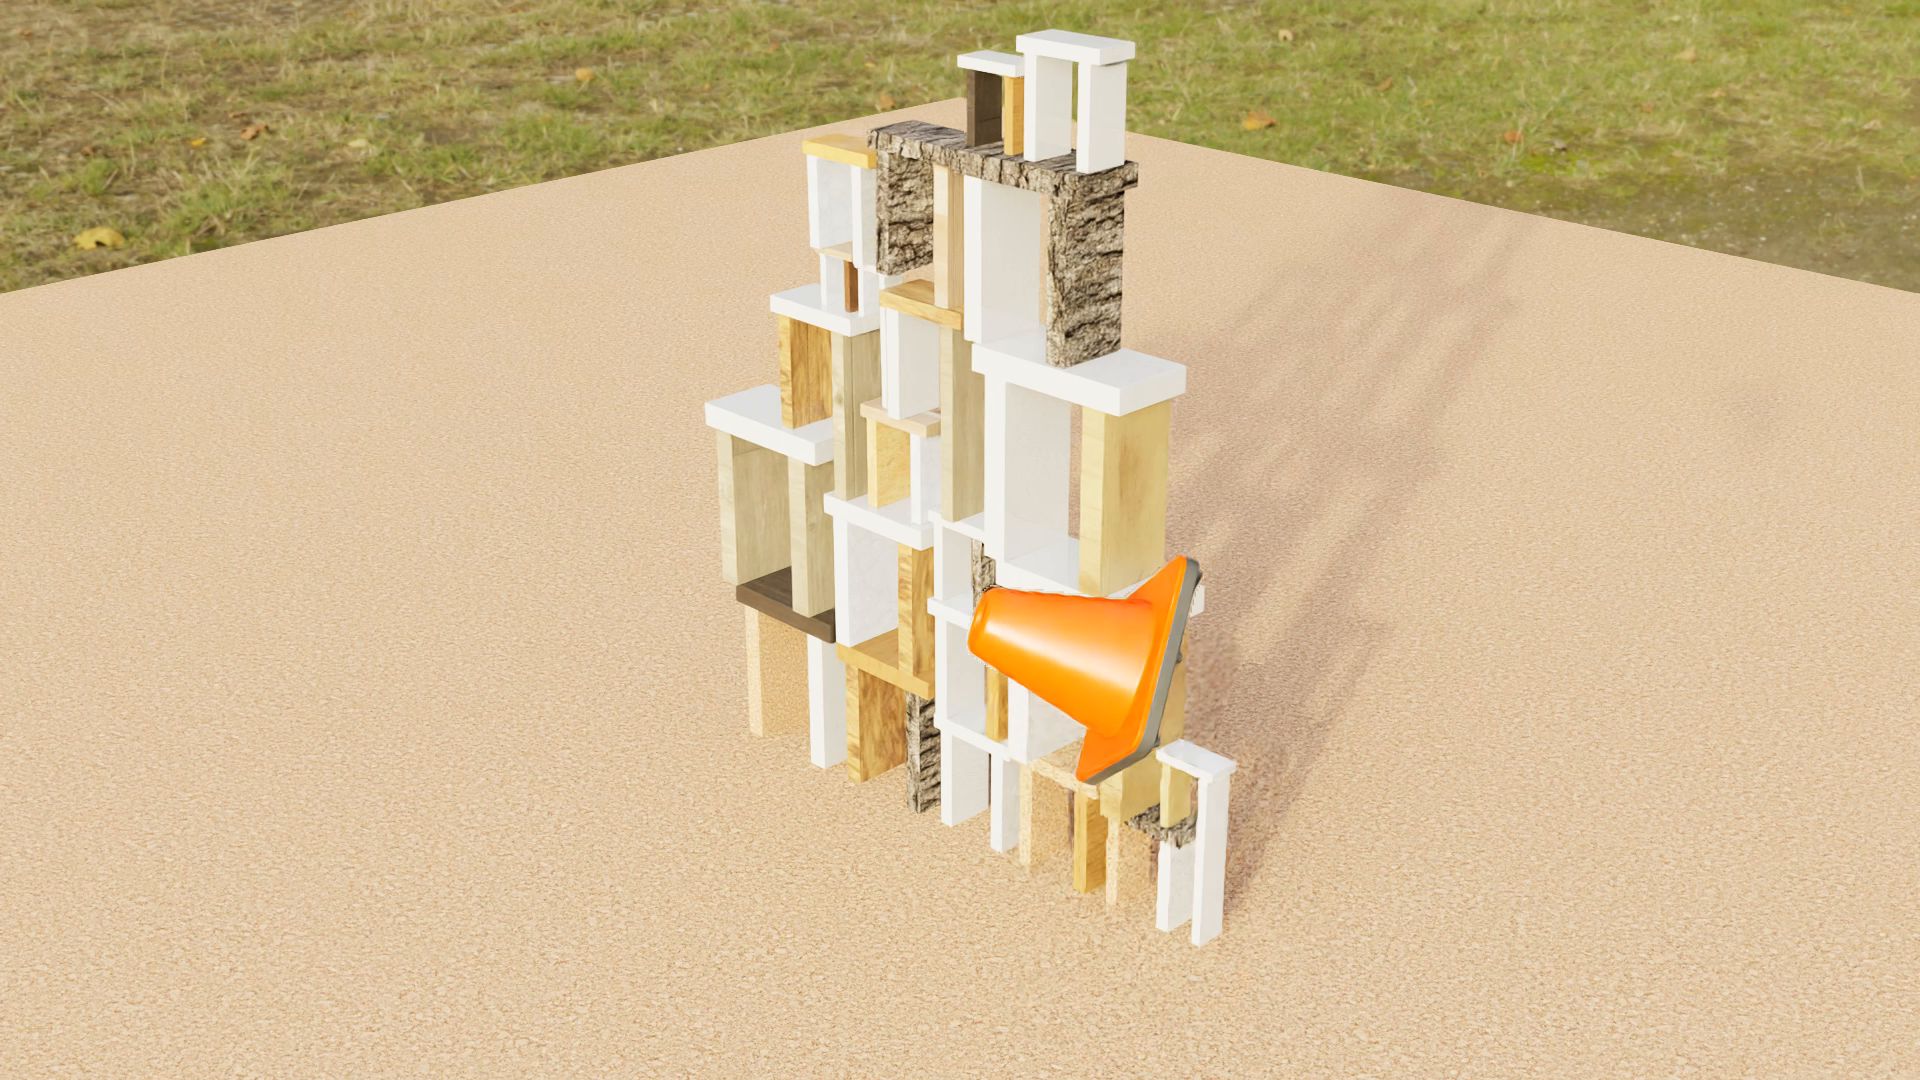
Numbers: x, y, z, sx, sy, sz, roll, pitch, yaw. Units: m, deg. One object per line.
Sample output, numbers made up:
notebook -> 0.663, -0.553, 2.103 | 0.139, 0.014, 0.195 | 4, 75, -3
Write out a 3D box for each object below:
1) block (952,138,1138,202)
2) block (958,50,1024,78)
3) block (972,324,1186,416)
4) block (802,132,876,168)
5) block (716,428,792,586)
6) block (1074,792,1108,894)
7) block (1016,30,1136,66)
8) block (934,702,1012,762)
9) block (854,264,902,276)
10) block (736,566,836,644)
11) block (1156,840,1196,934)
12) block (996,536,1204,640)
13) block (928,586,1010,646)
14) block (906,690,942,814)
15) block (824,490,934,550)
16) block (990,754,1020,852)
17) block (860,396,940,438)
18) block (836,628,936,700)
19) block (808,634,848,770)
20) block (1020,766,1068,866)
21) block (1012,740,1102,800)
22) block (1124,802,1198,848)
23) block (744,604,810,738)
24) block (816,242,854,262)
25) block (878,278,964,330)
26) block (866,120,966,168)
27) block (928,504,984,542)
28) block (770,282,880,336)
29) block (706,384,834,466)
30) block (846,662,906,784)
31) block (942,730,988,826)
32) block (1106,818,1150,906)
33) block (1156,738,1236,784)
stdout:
block -> 0.146, -0.642, 3.792 | 0.149, 0.042, 0.298 | -21, 31, -41
block -> 0.068, -0.820, 3.782 | 0.068, 0.019, 0.137 | -22, 31, -40
block -> 0.206, -0.303, 3.872 | 0.349, 0.049, 0.175 | 21, 31, 41
block -> -0.203, -0.733, 4.133 | 0.178, 0.025, 0.089 | 21, 31, 40
block -> -0.427, -0.091, 4.657 | 0.048, 0.341, 0.171 | 21, 31, 41
block -> 0.264, 0.556, 4.177 | 0.107, 0.214, 0.030 | -21, 31, -41
block -> 0.192, -0.821, 3.660 | 0.182, 0.026, 0.091 | 20, 30, 39
block -> 0.059, 0.370, 4.317 | 0.209, 0.030, 0.104 | 21, 31, 41
block -> -0.152, -0.518, 4.165 | 0.046, 0.013, 0.092 | -21, 30, -40
block -> -0.317, 0.131, 4.626 | 0.151, 0.043, 0.301 | -21, 31, -40
block -> 0.405, 0.622, 4.055 | 0.027, 0.187, 0.094 | 21, 31, 41
block -> 0.251, 0.081, 3.988 | 0.348, 0.049, 0.174 | 21, 31, 40
block -> 0.051, 0.142, 4.231 | 0.213, 0.030, 0.107 | 21, 31, 41
block -> -0.047, 0.409, 4.454 | 0.038, 0.268, 0.134 | 21, 31, 41
block -> -0.124, -0.055, 4.344 | 0.278, 0.039, 0.139 | 21, 31, 41
block -> 0.108, 0.499, 4.318 | 0.030, 0.209, 0.104 | 21, 31, 41
block -> -0.096, -0.240, 4.232 | 0.182, 0.026, 0.091 | 21, 31, 40
block -> -0.110, 0.243, 4.453 | 0.268, 0.038, 0.134 | 21, 31, 41
block -> -0.246, 0.317, 4.627 | 0.151, 0.301, 0.043 | -21, 31, -41
block -> 0.164, 0.516, 4.270 | 0.030, 0.214, 0.107 | 21, 31, 41
block -> 0.212, 0.423, 4.175 | 0.214, 0.030, 0.107 | 21, 31, 40
block -> 0.361, 0.507, 4.054 | 0.187, 0.027, 0.094 | 21, 31, 40
block -> -0.388, 0.262, 4.758 | 0.043, 0.301, 0.151 | 21, 31, 41
block -> -0.225, -0.556, 4.224 | 0.103, 0.015, 0.051 | 20, 30, 40
block -> -0.037, -0.438, 4.074 | 0.215, 0.030, 0.108 | 21, 31, 40
block -> -0.046, -0.717, 3.979 | 0.117, 0.033, 0.233 | -21, 31, -40
block -> 0.023, -0.037, 4.179 | 0.158, 0.022, 0.079 | 21, 31, 41
block -> -0.250, -0.452, 4.303 | 0.117, 0.033, 0.235 | -21, 31, -40
block -> -0.347, -0.239, 4.507 | 0.341, 0.048, 0.171 | 21, 31, 41
block -> -0.173, 0.359, 4.571 | 0.038, 0.268, 0.134 | 21, 31, 41
block -> 0.010, 0.460, 4.408 | 0.030, 0.209, 0.104 | 21, 31, 41
block -> 0.317, 0.588, 4.136 | 0.094, 0.187, 0.027 | -21, 31, -41
block -> 0.422, 0.395, 3.928 | 0.130, 0.018, 0.065 | 21, 31, 41
